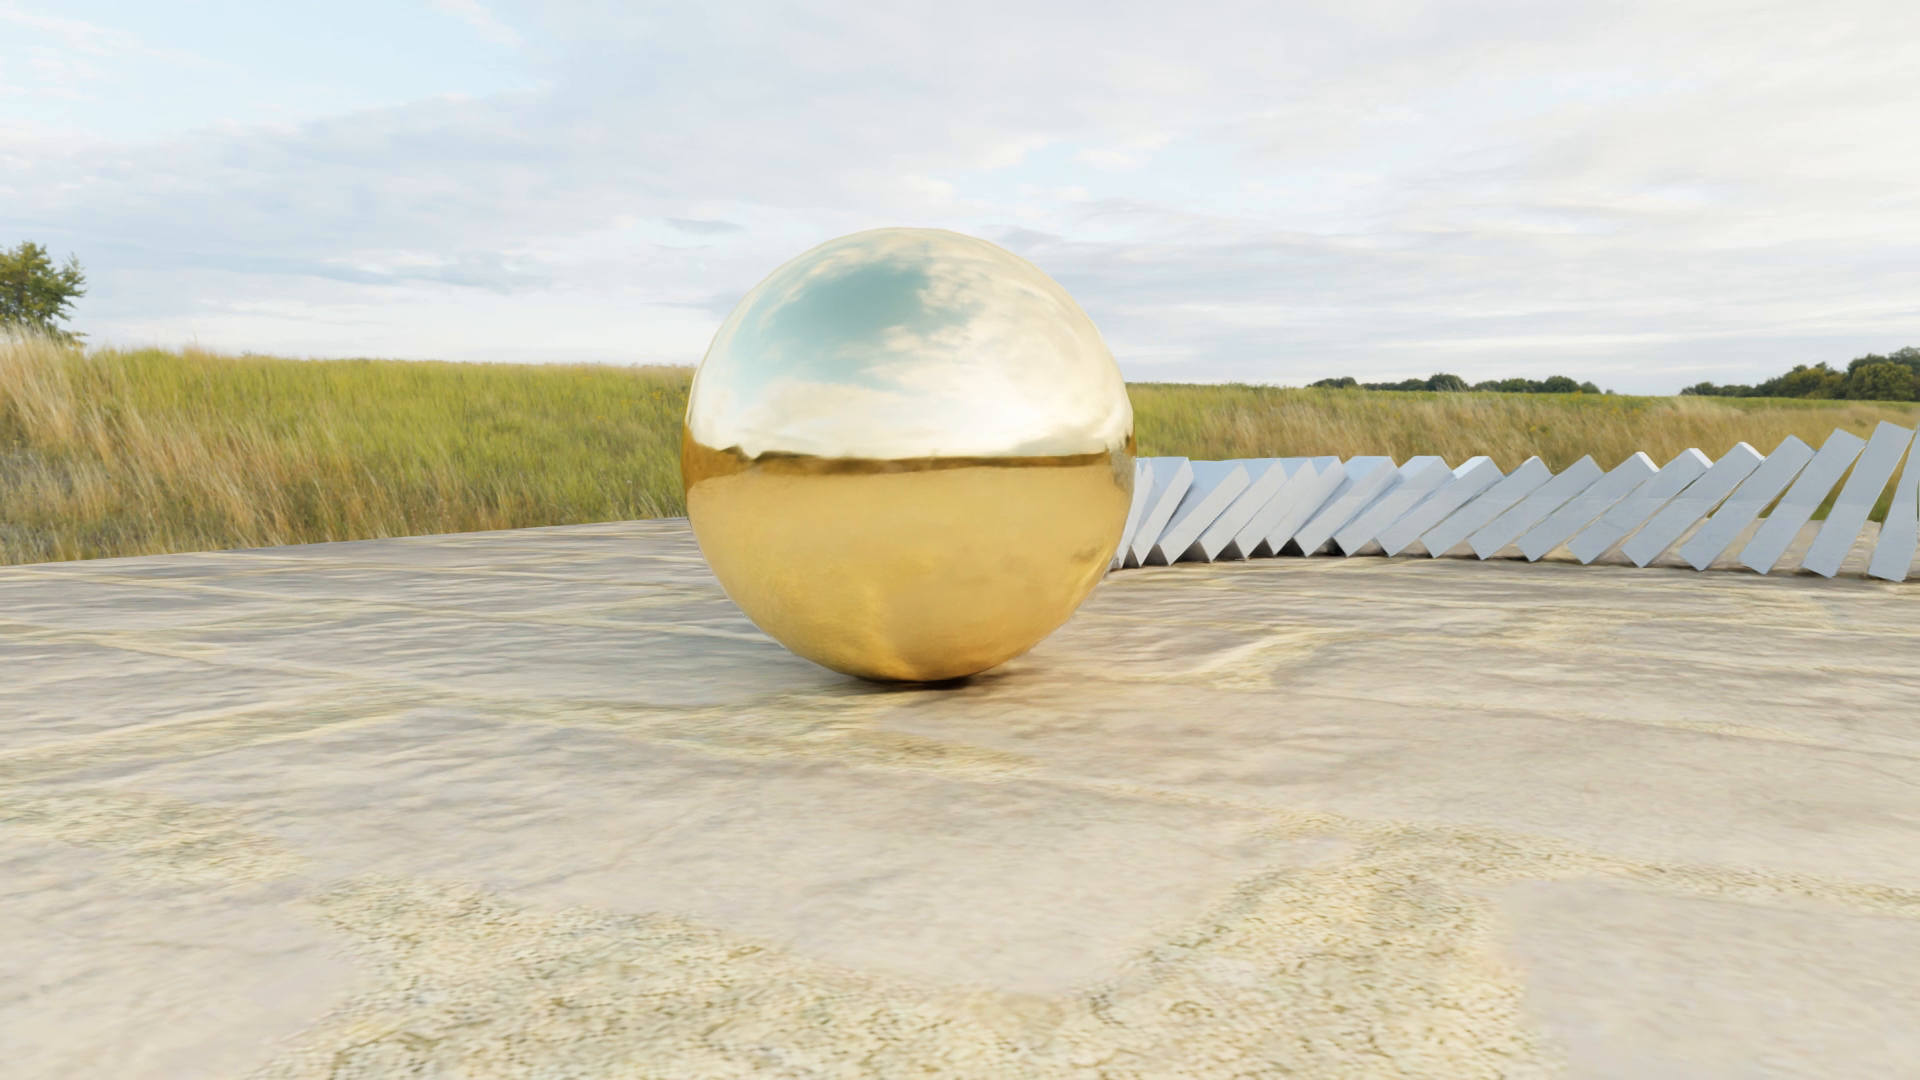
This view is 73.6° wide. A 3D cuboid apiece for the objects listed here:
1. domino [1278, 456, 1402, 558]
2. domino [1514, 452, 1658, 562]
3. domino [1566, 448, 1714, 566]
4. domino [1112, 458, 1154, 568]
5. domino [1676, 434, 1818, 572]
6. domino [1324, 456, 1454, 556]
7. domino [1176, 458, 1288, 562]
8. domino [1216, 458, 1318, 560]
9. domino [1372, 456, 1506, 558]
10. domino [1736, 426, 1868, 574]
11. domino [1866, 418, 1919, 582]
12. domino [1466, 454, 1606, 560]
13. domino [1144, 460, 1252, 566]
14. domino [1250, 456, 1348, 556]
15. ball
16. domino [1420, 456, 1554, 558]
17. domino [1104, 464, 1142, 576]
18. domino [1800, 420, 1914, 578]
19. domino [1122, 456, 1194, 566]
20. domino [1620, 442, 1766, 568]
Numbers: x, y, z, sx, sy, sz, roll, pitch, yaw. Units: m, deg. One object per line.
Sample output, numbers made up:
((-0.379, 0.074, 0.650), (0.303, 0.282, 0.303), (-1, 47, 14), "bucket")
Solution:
((0.144, -0.014, 0.497), (0.050, 0.009, 0.025), (-38, 12, -9), "domino")
((0.225, -0.012, 0.460), (0.050, 0.010, 0.025), (-44, -19, 28), "domino")
((0.238, -0.012, 0.449), (0.050, 0.009, 0.025), (-48, -23, 29), "domino")
((0.049, -0.010, 0.446), (0.025, 0.009, 0.050), (-1, 39, 26), "domino")
((0.264, -0.012, 0.429), (0.009, 0.050, 0.025), (45, 27, 25), "domino")
((0.163, -0.013, 0.494), (0.050, 0.009, 0.025), (-37, 4, 2), "domino")
((0.096, -0.012, 0.476), (0.050, 0.009, 0.025), (-43, 25, -26), "domino")
((0.111, -0.012, 0.485), (0.050, 0.010, 0.025), (-43, 24, -26), "domino")
((0.180, -0.013, 0.489), (0.050, 0.010, 0.025), (-37, -2, 10), "domino")
((0.275, -0.013, 0.419), (0.010, 0.050, 0.025), (38, 24, 28), "domino")
((0.298, -0.013, 0.402), (0.009, 0.050, 0.025), (19, 14, 33), "domino")
((0.211, -0.012, 0.471), (0.050, 0.009, 0.025), (-41, -15, 24), "domino")
((0.081, -0.010, 0.467), (0.050, 0.010, 0.025), (-42, 26, -26), "domino")
((0.125, -0.014, 0.496), (0.050, 0.010, 0.025), (-42, 22, -25), "domino")
((-0.009, -0.015, 0.228), (0.080, 0.080, 0.080), (0, 4, 0), "ball")
((0.196, -0.012, 0.480), (0.050, 0.009, 0.025), (-38, -10, 19), "domino")
((0.043, -0.008, 0.429), (0.025, 0.010, 0.050), (1, 40, 24), "domino")
((0.287, -0.013, 0.410), (0.009, 0.050, 0.025), (29, 20, 30), "domino")
((0.062, -0.011, 0.459), (0.025, 0.010, 0.050), (2, 41, 38), "domino")
((0.251, -0.012, 0.439), (0.009, 0.050, 0.025), (50, 29, 22), "domino")
